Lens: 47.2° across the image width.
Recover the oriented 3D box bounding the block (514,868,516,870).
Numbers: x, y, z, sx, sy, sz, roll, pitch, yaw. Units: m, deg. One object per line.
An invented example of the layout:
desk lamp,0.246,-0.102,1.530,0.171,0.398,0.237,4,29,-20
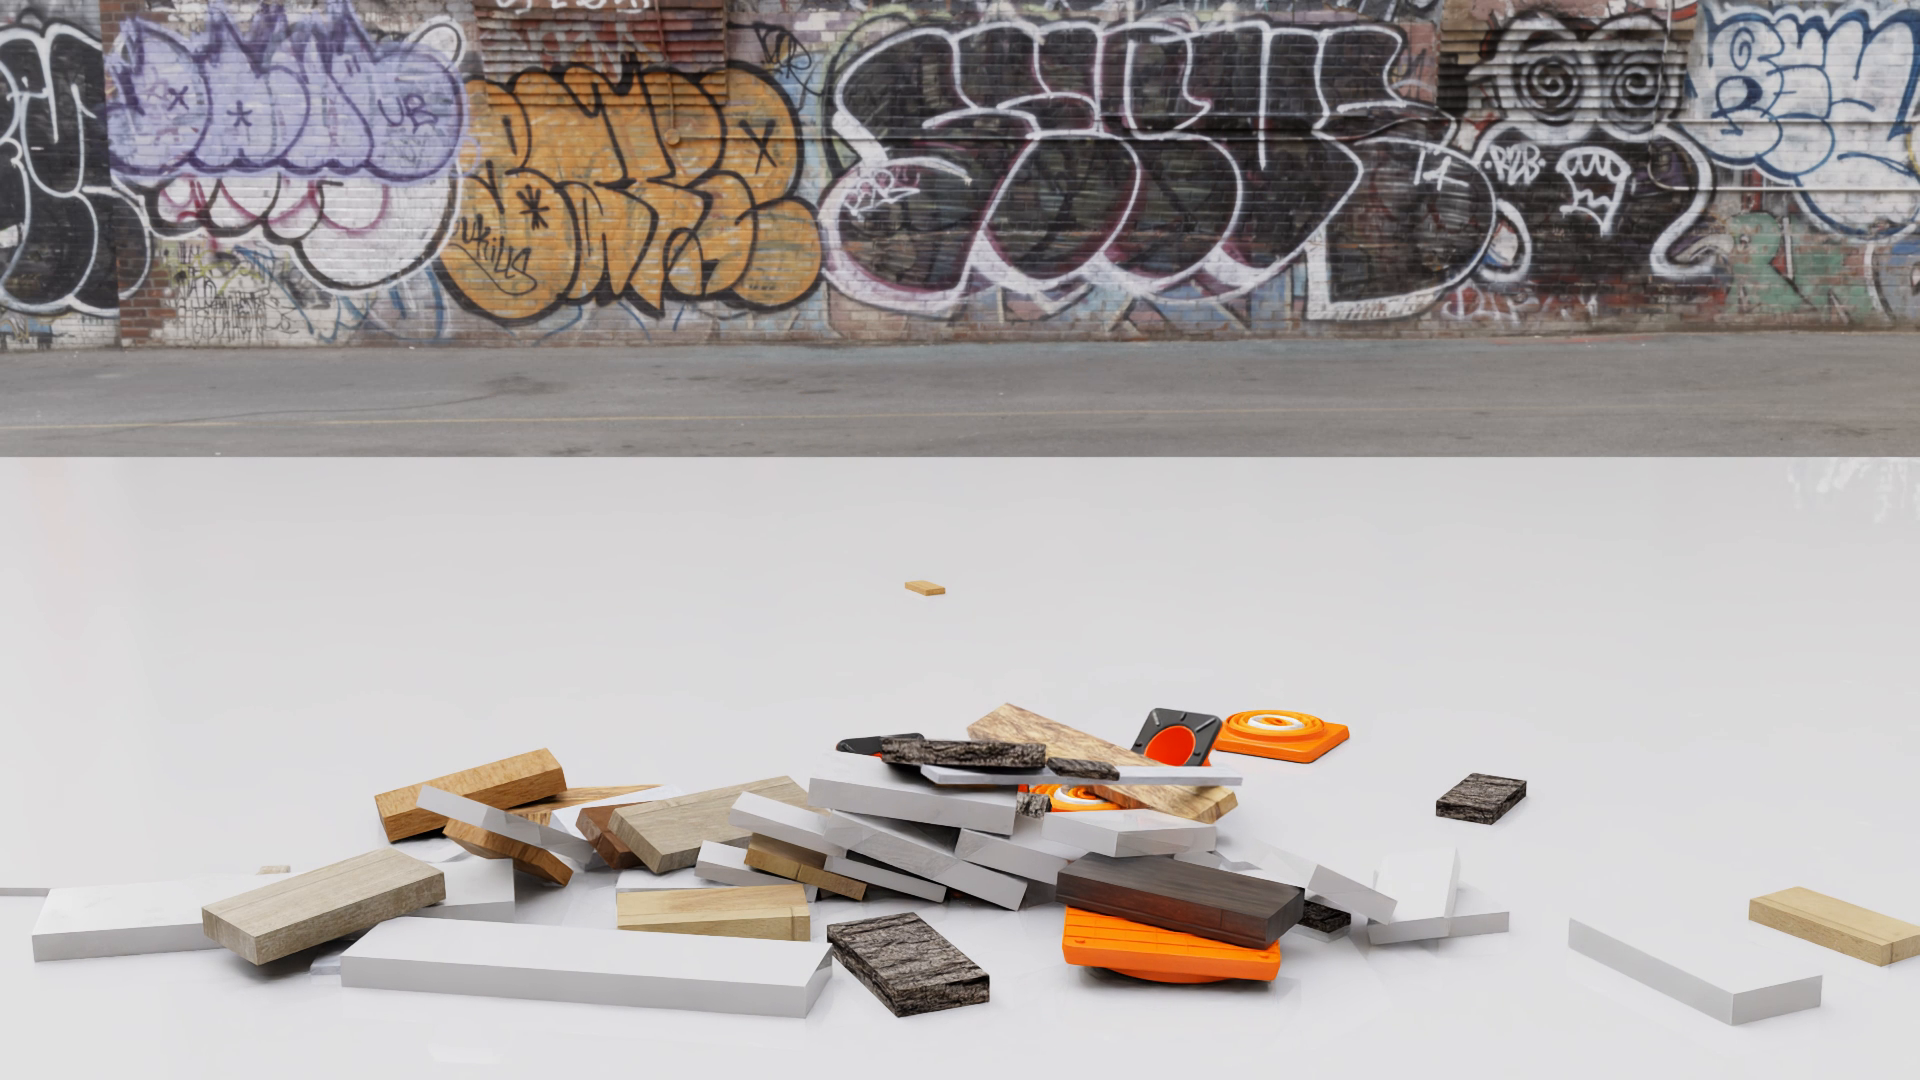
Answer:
block,-0.760,0.544,3.784,0.093,0.046,0.013,6,24,31

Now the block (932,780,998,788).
block,0.003,0.395,3.659,0.107,0.015,0.054,5,11,-21

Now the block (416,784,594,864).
block,-0.742,0.470,3.619,0.127,0.036,0.361,14,-12,23

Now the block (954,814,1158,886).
block,0.162,0.523,3.657,0.338,0.048,0.169,16,11,-1

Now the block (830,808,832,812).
block,-0.067,0.463,3.772,0.299,0.149,0.042,-12,6,4

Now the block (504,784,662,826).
block,-0.696,0.498,4.051,0.299,0.042,0.149,-2,11,-9

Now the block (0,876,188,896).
block,-1.352,0.581,3.675,1.105,0.015,0.052,0,11,2

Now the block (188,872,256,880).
block,-1.231,0.570,3.656,0.104,0.015,0.052,0,11,3

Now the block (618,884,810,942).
block,-0.394,0.600,3.500,0.299,0.042,0.149,-2,11,-9

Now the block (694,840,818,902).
block,-0.336,0.552,3.669,0.203,0.029,0.102,13,10,-3

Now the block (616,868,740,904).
block,-0.465,0.576,3.664,0.203,0.029,0.102,0,11,-1

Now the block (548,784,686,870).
block,-0.583,0.506,3.895,0.255,0.036,0.127,-9,36,-39

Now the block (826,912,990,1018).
block,-0.082,0.636,3.310,0.145,0.041,0.291,-5,11,-23

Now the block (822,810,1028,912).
block,-0.054,0.509,3.659,0.338,0.048,0.169,21,11,-2

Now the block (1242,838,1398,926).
block,0.571,0.542,3.510,0.145,0.041,0.291,26,-5,-11

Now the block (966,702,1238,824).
block,0.250,0.421,4.130,0.106,0.030,0.727,-29,23,-25

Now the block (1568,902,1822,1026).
block,1.099,0.632,3.308,0.172,0.049,0.344,-5,12,-25

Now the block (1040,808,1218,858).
block,0.279,0.477,3.592,0.145,0.041,0.291,9,1,39

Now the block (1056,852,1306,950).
block,0.341,0.550,3.409,0.344,0.049,0.172,9,11,27

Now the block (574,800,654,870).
block,-0.524,0.505,3.808,0.255,0.036,0.127,0,30,-45

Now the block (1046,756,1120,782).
block,0.209,0.387,3.724,0.113,0.016,0.056,7,10,-19

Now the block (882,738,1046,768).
block,0.006,0.354,3.665,0.268,0.038,0.134,2,-4,0

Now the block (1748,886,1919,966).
block,1.388,0.608,3.476,0.121,0.034,0.242,-7,12,-31

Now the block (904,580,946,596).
block,-0.097,0.133,6.084,0.061,0.017,0.121,-6,12,-29

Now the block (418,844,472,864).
block,-0.897,0.553,3.834,0.046,0.013,0.093,5,12,26

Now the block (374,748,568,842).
block,-0.899,0.465,4.037,0.326,0.046,0.163,-15,13,-18

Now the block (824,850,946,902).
block,-0.121,0.548,3.668,0.203,0.029,0.102,16,10,0

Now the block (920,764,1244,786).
block,0.219,0.401,3.752,0.638,0.016,0.056,4,11,-33

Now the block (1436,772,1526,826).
block,0.983,0.486,4.144,0.106,0.030,0.212,6,12,30

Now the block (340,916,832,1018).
block,-0.556,0.636,3.290,0.709,0.049,0.172,2,11,10

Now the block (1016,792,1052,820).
block,0.015,0.500,3.838,0.268,0.038,0.134,3,52,16

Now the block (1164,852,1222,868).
block,0.345,0.525,3.819,0.106,0.030,0.212,24,-5,-35

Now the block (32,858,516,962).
block,-1.080,0.587,3.510,0.722,0.046,0.163,-2,17,-12

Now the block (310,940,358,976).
block,-0.955,0.639,3.364,0.052,0.015,0.104,-1,11,-4

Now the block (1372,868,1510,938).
block,0.782,0.587,3.590,0.121,0.034,0.242,-3,11,-14

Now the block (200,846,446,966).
block,-0.985,0.564,3.417,0.163,0.046,0.326,12,19,43

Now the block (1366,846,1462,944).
block,0.729,0.567,3.520,0.121,0.034,0.242,-11,15,21

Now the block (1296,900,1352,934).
block,0.563,0.604,3.549,0.061,0.017,0.121,-10,15,-44

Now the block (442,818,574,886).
block,-0.762,0.526,3.709,0.203,0.029,0.102,13,-23,25

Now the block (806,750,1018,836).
block,-0.074,0.418,3.659,0.338,0.048,0.169,8,11,2

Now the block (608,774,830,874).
block,-0.412,0.493,3.848,0.134,0.038,0.422,36,25,32

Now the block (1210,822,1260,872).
block,0.403,0.505,4.080,0.061,0.017,0.630,-3,11,-17

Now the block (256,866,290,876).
block,-1.154,0.566,3.680,0.046,0.013,0.093,-1,11,-5

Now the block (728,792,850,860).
block,-0.277,0.474,3.661,0.203,0.029,0.102,16,10,3

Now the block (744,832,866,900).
block,-0.255,0.540,3.664,0.203,0.029,0.102,18,10,-3
